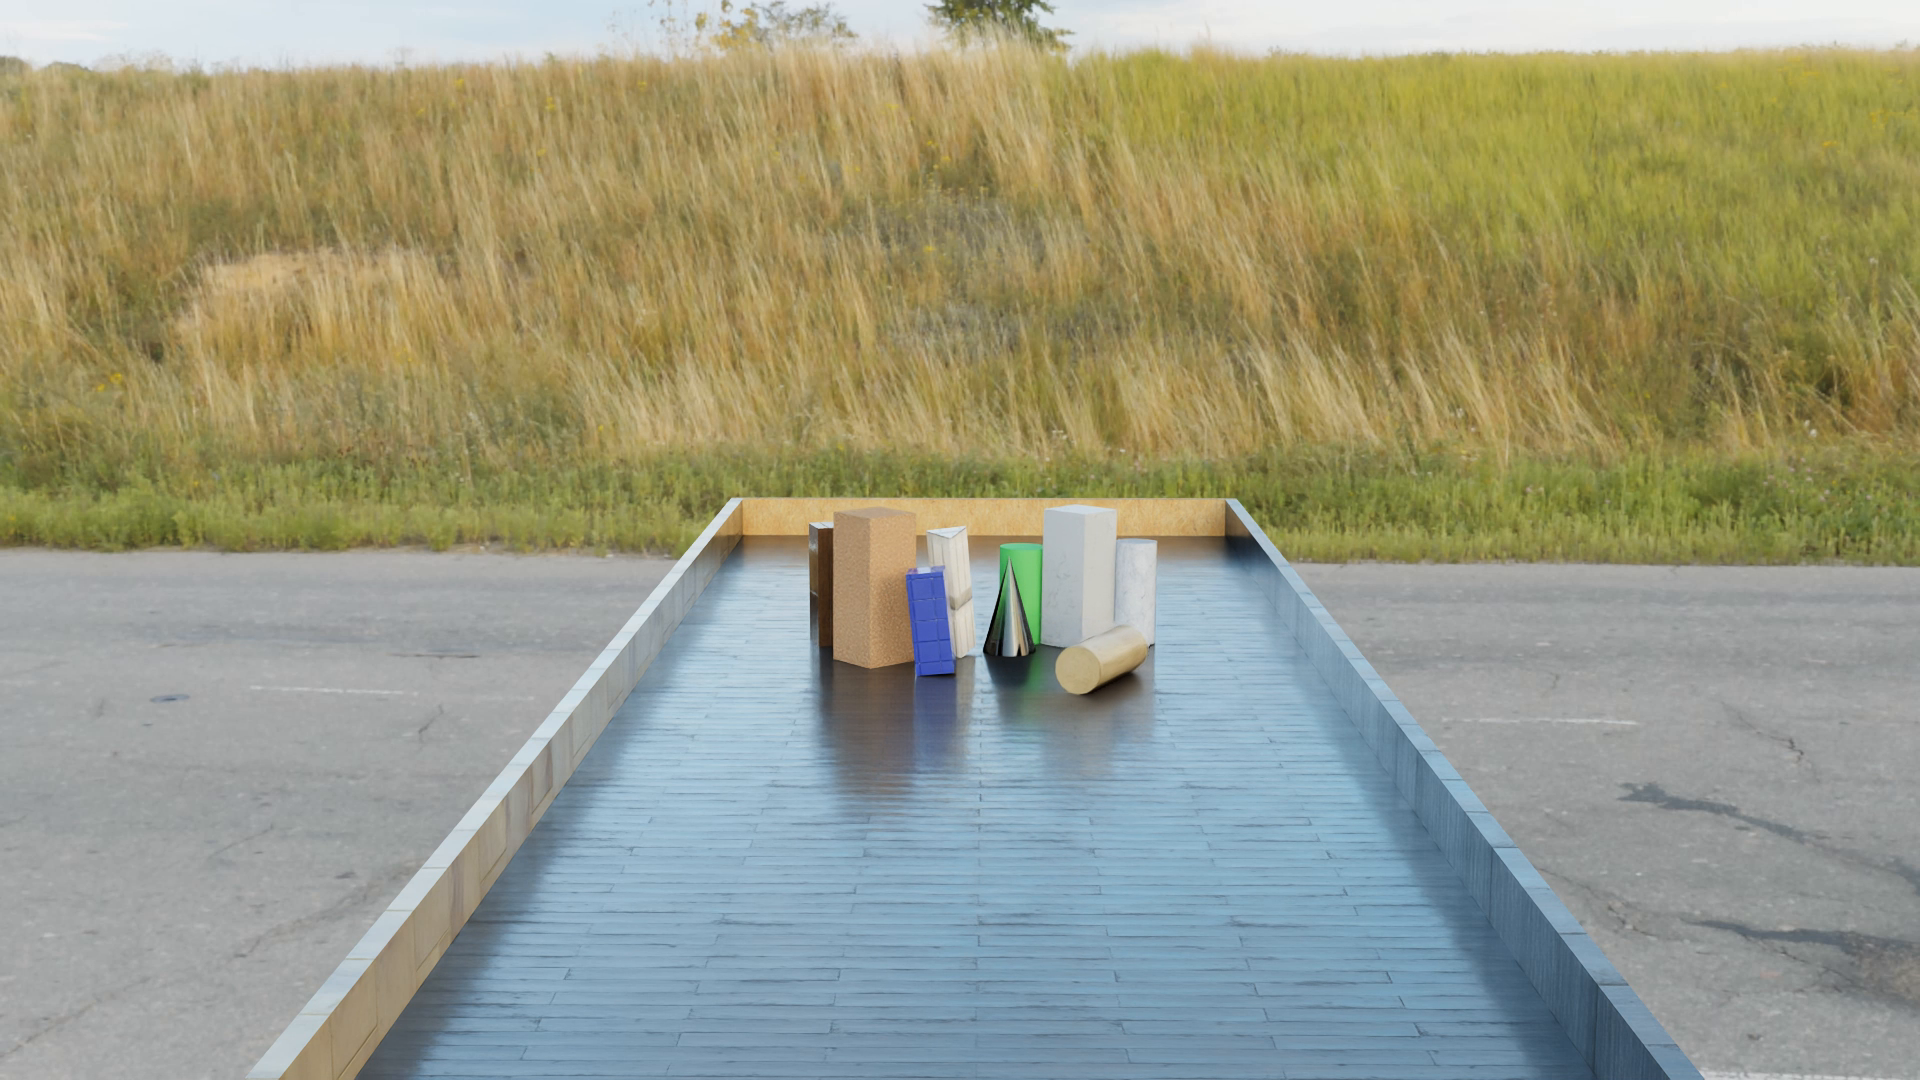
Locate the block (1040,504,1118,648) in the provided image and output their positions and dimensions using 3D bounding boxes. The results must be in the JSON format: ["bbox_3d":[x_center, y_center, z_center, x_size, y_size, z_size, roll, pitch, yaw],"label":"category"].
[{"bbox_3d":[0.373,0.116,6.899,0.163,0.428,0.163,8,11,40],"label":"block"}]

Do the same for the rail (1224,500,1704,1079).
[{"bbox_3d":[1.046,0.843,3.208,0.050,0.150,12.000,0,9,1],"label":"rail"}]

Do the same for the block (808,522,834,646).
[{"bbox_3d":[-0.403,0.137,6.949,0.121,0.375,0.121,-3,9,-17],"label":"block"}]

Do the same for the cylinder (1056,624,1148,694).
[{"bbox_3d":[0.413,0.345,6.389,0.139,0.139,0.355,5,10,26],"label":"cylinder"}]

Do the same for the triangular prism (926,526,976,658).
[{"bbox_3d":[-0.008,0.154,6.757,0.106,0.384,0.122,-16,19,-35],"label":"triangular prism"}]

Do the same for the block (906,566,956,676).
[{"bbox_3d":[-0.085,0.238,6.508,0.111,0.304,0.111,-5,9,5],"label":"block"}]

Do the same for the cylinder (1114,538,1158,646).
[{"bbox_3d":[0.551,0.163,6.938,0.136,0.321,0.136,1,7,0],"label":"cylinder"}]

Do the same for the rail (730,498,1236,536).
[{"bbox_3d":[0.099,-0.098,9.147,2.100,0.150,0.050,0,9,1],"label":"rail"}]

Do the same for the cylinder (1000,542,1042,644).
[{"bbox_3d":[0.199,0.170,6.965,0.150,0.302,0.150,1,9,0],"label":"cylinder"}]

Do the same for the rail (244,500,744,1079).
[{"bbox_3d":[-1.004,0.839,3.234,0.050,0.150,12.000,0,9,1],"label":"rail"}]

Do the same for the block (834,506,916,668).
[{"bbox_3d":[-0.259,0.141,6.664,0.178,0.454,0.178,-8,13,-40],"label":"block"}]

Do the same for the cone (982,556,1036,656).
[{"bbox_3d":[0.153,0.196,6.813,0.167,0.301,0.167,0,9,0],"label":"cone"}]
